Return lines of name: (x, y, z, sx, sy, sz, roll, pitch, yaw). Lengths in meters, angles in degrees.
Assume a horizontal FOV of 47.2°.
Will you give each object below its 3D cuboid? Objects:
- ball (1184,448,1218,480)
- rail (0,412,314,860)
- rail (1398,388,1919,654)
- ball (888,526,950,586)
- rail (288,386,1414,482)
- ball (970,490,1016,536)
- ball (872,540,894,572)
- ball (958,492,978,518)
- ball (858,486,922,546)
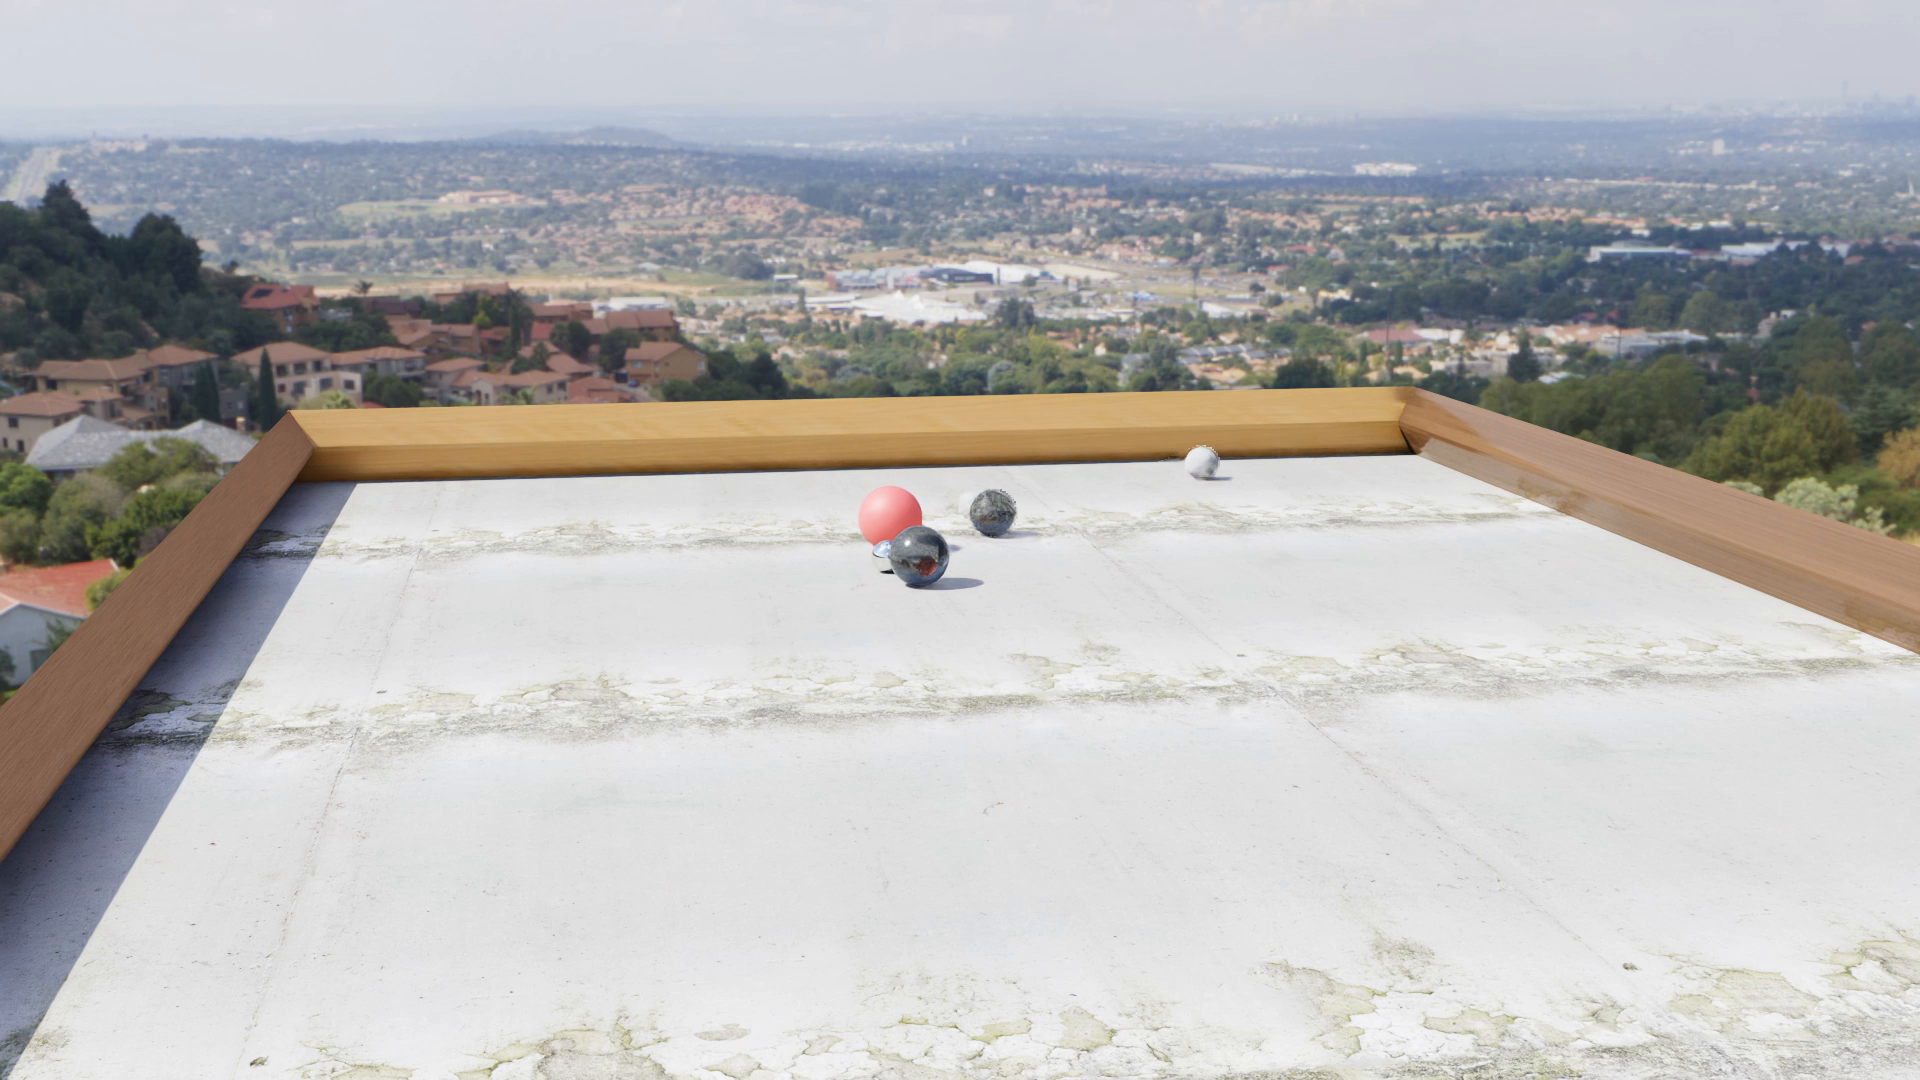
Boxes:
ball: (0.430, -0.136, 3.918, 0.058, 0.058, 0.058, 0, 11, 0)
rail: (-0.847, 0.172, 2.116, 0.045, 0.126, 3.655, -2, 11, -10)
rail: (1.159, 0.107, 2.458, 0.045, 0.126, 3.655, -2, 11, -10)
ball: (-0.056, 0.022, 3.021, 0.084, 0.084, 0.084, 0, 11, 0)
rail: (-0.152, -0.194, 4.033, 2.084, 0.126, 0.045, -2, 11, -10)
ball: (0.050, -0.042, 3.388, 0.070, 0.070, 0.070, 0, 11, 0)
ball: (-0.102, 0.023, 3.115, 0.046, 0.046, 0.046, 0, 11, 0)
ball: (0.018, -0.056, 3.537, 0.042, 0.042, 0.042, 0, 11, 0)
ball: (-0.104, -0.032, 3.265, 0.097, 0.097, 0.097, 0, 11, 0)
